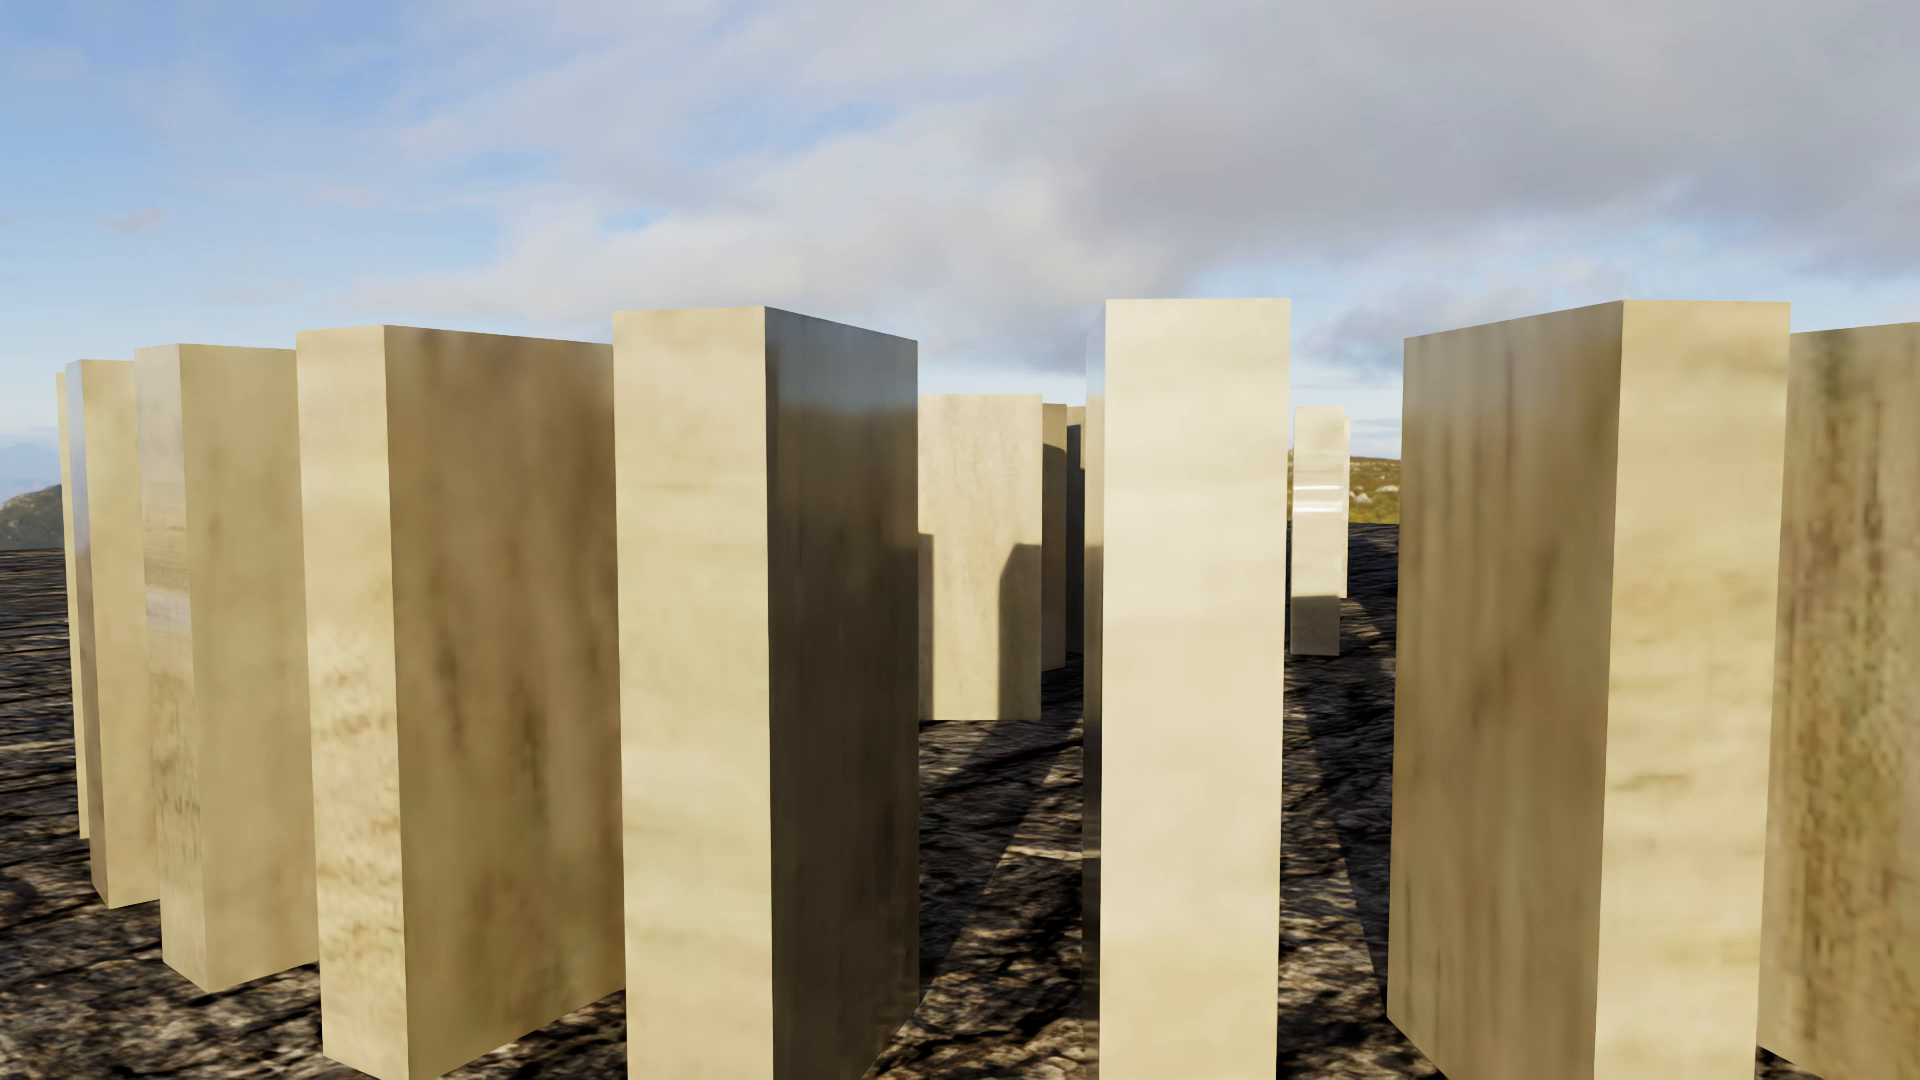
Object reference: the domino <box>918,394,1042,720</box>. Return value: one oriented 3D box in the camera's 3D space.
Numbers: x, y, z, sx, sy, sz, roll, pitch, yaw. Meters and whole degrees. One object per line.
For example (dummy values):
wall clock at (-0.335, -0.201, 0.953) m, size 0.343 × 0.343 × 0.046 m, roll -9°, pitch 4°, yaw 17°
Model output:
domino at (0.000, 0.002, 0.201) m, size 0.025 × 0.050 × 0.010 m, roll 0°, pitch 4°, yaw 0°

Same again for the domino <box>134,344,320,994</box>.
domino at (-0.054, 0.009, 0.110) m, size 0.010 × 0.050 × 0.025 m, roll 4°, pitch 6°, yaw 40°

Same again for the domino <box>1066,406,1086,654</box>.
domino at (0.027, -0.002, 0.264) m, size 0.010 × 0.050 × 0.025 m, roll -3°, pitch 5°, yaw -31°

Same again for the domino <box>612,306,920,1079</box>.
domino at (-0.011, 0.011, 0.085) m, size 0.010 × 0.050 × 0.025 m, roll 1°, pitch 4°, yaw 18°

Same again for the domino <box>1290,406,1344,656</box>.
domino at (0.075, -0.003, 0.269) m, size 0.009 × 0.050 × 0.025 m, roll 1°, pitch 4°, yaw 14°

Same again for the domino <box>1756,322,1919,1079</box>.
domino at (0.062, 0.011, 0.086) m, size 0.009 × 0.050 × 0.025 m, roll -1°, pitch 4°, yaw -16°

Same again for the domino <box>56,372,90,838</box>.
domino at (-0.087, 0.007, 0.147) m, size 0.025 × 0.050 × 0.010 m, roll -3°, pitch 5°, yaw -32°

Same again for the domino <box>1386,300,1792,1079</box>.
domino at (0.038, 0.011, 0.082) m, size 0.009 × 0.050 × 0.025 m, roll 0°, pitch 4°, yaw -7°

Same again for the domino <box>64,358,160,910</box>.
domino at (-0.072, 0.008, 0.127) m, size 0.025 × 0.050 × 0.009 m, roll -4°, pitch 6°, yaw -42°

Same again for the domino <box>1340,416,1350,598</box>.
domino at (0.106, -0.010, 0.366) m, size 0.010 × 0.050 × 0.025 m, roll 1°, pitch 4°, yaw 15°

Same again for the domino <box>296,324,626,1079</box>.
domino at (-0.034, 0.010, 0.096) m, size 0.009 × 0.050 × 0.025 m, roll 3°, pitch 5°, yaw 31°

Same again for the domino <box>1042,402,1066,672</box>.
domino at (0.008, -0.001, 0.248) m, size 0.025 × 0.050 × 0.009 m, roll 4°, pitch 6°, yaw 42°

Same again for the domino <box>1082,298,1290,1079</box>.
domino at (0.013, 0.011, 0.081) m, size 0.010 × 0.050 × 0.025 m, roll 0°, pitch 4°, yaw 3°
